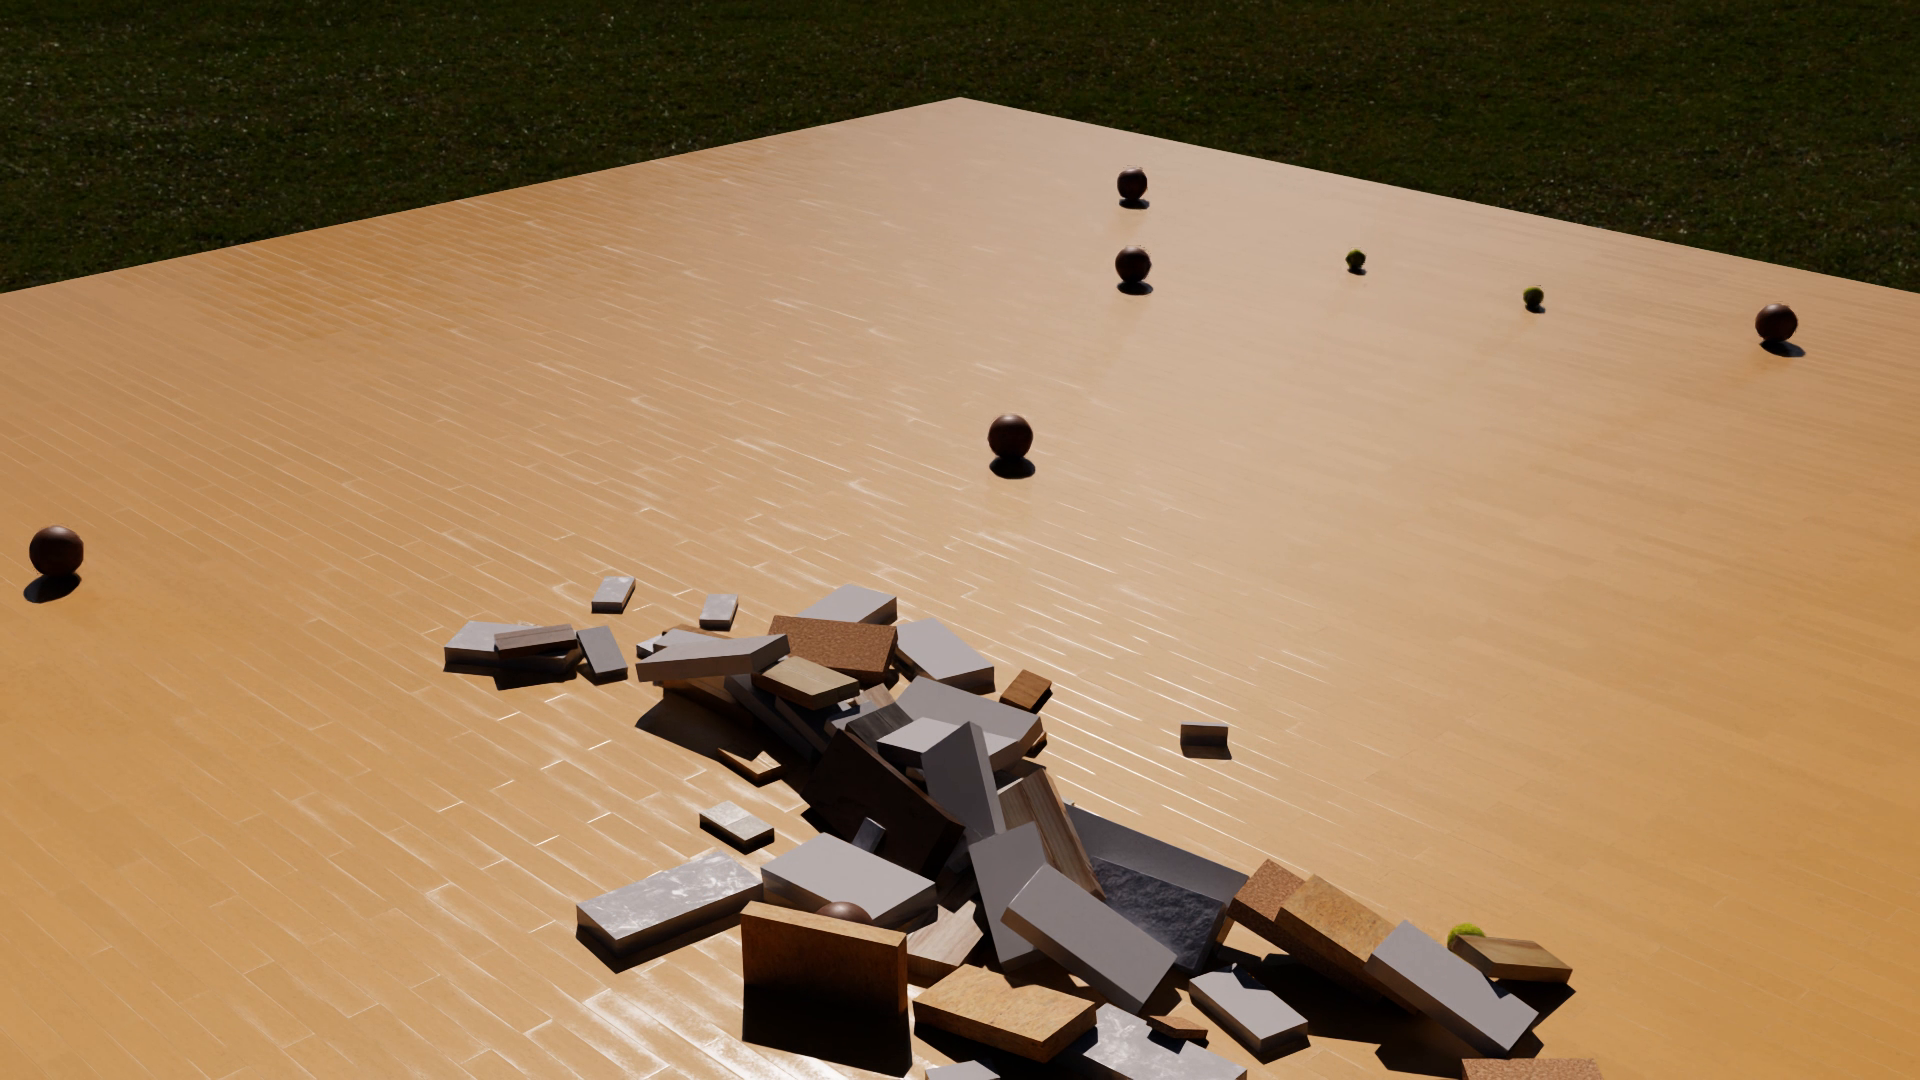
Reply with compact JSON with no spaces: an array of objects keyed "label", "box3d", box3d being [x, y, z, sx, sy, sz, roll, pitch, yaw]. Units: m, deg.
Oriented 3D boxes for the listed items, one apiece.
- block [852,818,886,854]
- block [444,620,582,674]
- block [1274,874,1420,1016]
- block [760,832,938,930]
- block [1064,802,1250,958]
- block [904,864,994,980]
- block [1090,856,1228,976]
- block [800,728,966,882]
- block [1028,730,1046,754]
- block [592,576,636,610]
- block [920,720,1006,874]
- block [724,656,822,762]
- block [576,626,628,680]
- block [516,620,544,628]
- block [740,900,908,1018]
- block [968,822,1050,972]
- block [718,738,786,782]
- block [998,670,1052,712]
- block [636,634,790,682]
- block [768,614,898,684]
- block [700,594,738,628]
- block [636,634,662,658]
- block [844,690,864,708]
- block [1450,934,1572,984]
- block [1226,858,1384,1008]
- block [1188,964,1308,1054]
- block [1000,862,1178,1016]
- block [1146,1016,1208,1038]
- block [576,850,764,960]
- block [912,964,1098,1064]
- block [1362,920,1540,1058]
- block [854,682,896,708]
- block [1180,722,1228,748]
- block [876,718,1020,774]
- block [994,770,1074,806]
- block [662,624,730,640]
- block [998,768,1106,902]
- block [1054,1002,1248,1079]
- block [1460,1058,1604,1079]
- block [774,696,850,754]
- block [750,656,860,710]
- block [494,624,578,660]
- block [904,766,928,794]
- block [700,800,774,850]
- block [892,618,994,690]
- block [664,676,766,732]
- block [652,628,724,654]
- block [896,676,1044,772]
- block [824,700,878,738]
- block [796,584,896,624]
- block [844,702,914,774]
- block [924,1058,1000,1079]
[{"label":"block","box3d":[-0.187,0.592,4.251,0.014,0.101,0.050,29,-2,-43]},{"label":"block","box3d":[-1.033,0.249,5.121,0.293,0.041,0.146,5,23,11]},{"label":"block","box3d":[0.710,0.710,3.874,0.289,0.039,0.136,32,34,21]},{"label":"block","box3d":[-0.210,0.647,4.125,0.161,0.046,0.321,-25,28,-37]},{"label":"block","box3d":[0.329,0.628,4.093,0.405,0.043,0.153,19,64,30]},{"label":"block","box3d":[0.004,0.702,4.059,0.132,0.037,0.329,10,25,22]},{"label":"block","box3d":[0.335,0.682,3.998,0.273,0.039,0.136,16,66,29]},{"label":"block","box3d":[-0.158,0.531,4.308,0.046,0.161,0.432,28,3,-38]},{"label":"block","box3d":[0.106,0.422,4.740,0.145,0.021,0.072,10,25,22]},{"label":"block","box3d":[-0.854,0.131,5.424,0.076,0.022,0.152,2,23,4]},{"label":"block","box3d":[0.006,0.492,4.220,0.037,0.132,0.265,31,33,-39]},{"label":"block","box3d":[-0.358,0.359,4.773,0.154,0.044,0.308,-19,42,-38]},{"label":"block","box3d":[-0.825,0.259,5.066,0.076,0.022,0.152,-10,42,-24]},{"label":"block","box3d":[-1.020,0.217,5.232,0.101,0.014,0.050,11,25,24]},{"label":"block","box3d":[-0.238,0.733,3.844,0.297,0.149,0.042,8,25,19]},{"label":"block","box3d":[0.110,0.648,4.007,0.132,0.037,0.265,-21,46,4]},{"label":"block","box3d":[-0.439,0.464,4.640,0.074,0.021,0.148,-18,29,-36]},{"label":"block","box3d":[0.146,0.340,4.910,0.072,0.021,0.145,23,29,14]},{"label":"block","box3d":[-0.547,0.261,4.860,0.308,0.044,0.154,-6,11,29]},{"label":"block","box3d":[-0.302,0.251,5.053,0.292,0.041,0.146,5,44,11]},{"label":"block","box3d":[-0.584,0.171,5.331,0.074,0.021,0.148,1,23,2]},{"label":"block","box3d":[-0.674,0.263,5.113,0.152,0.022,0.076,20,30,39]},{"label":"block","box3d":[-0.272,0.342,4.931,0.127,0.018,0.063,20,30,39]},{"label":"block","box3d":[0.975,0.740,3.887,0.203,0.029,0.102,11,14,-33]},{"label":"block","box3d":[0.645,0.700,3.935,0.307,0.043,0.153,30,33,19]},{"label":"block","box3d":[0.498,0.810,3.814,0.102,0.029,0.203,-13,26,-28]},{"label":"block","box3d":[0.228,0.704,3.882,0.288,0.041,0.144,34,39,12]},{"label":"block","box3d":[0.368,0.826,3.726,0.057,0.016,0.113,18,0,37]},{"label":"block","box3d":[-0.540,0.678,4.109,0.315,0.042,0.149,-17,28,-34]},{"label":"block","box3d":[0.075,0.805,3.753,0.288,0.041,0.144,8,23,40]},{"label":"block","box3d":[0.841,0.773,3.770,0.273,0.039,0.136,34,35,22]},{"label":"block","box3d":[-0.168,0.370,4.725,0.072,0.021,0.145,-23,39,-13]},{"label":"block","box3d":[0.523,0.417,4.714,0.101,0.050,0.014,2,23,6]},{"label":"block","box3d":[-0.025,0.420,4.420,0.270,0.038,0.135,9,24,43]},{"label":"block","box3d":[0.105,0.506,4.290,0.213,0.030,0.107,21,31,31]},{"label":"block","box3d":[-0.597,0.237,5.133,0.177,0.025,0.089,14,15,22]},{"label":"block","box3d":[0.148,0.585,4.107,0.153,0.043,0.307,-33,44,8]},{"label":"block","box3d":[0.316,0.872,3.653,0.288,0.041,0.144,18,29,37]},{"label":"block","box3d":[0.945,0.895,3.614,0.221,0.029,0.102,0,23,0]},{"label":"block","box3d":[-0.276,0.391,4.672,0.120,0.034,0.240,-16,40,-35]},{"label":"block","box3d":[-0.333,0.305,4.713,0.120,0.034,0.240,-16,20,-35]},{"label":"block","box3d":[-0.979,0.234,5.071,0.177,0.025,0.089,-8,24,-18]},{"label":"block","box3d":[0.030,0.516,4.408,0.135,0.038,0.270,-20,45,-39]},{"label":"block","box3d":[-0.446,0.569,4.394,0.074,0.021,0.148,-20,30,-39]},{"label":"block","box3d":[-0.058,0.267,5.077,0.148,0.042,0.297,-12,26,-26]},{"label":"block","box3d":[-0.506,0.334,4.919,0.308,0.044,0.154,21,30,40]},{"label":"block","box3d":[-0.569,0.253,5.020,0.254,0.025,0.089,10,25,23]},{"label":"block","box3d":[-0.002,0.399,4.693,0.321,0.046,0.161,16,47,32]},{"label":"block","box3d":[-0.162,0.440,4.572,0.120,0.034,0.240,-20,51,-39]},{"label":"block","box3d":[-0.291,0.190,5.260,0.146,0.041,0.292,13,26,28]},{"label":"block","box3d":[-0.103,0.454,4.519,0.135,0.038,0.270,-21,52,-39]},{"label":"block","box3d":[0.004,0.890,3.642,0.113,0.016,0.057,-7,24,-16]}]
